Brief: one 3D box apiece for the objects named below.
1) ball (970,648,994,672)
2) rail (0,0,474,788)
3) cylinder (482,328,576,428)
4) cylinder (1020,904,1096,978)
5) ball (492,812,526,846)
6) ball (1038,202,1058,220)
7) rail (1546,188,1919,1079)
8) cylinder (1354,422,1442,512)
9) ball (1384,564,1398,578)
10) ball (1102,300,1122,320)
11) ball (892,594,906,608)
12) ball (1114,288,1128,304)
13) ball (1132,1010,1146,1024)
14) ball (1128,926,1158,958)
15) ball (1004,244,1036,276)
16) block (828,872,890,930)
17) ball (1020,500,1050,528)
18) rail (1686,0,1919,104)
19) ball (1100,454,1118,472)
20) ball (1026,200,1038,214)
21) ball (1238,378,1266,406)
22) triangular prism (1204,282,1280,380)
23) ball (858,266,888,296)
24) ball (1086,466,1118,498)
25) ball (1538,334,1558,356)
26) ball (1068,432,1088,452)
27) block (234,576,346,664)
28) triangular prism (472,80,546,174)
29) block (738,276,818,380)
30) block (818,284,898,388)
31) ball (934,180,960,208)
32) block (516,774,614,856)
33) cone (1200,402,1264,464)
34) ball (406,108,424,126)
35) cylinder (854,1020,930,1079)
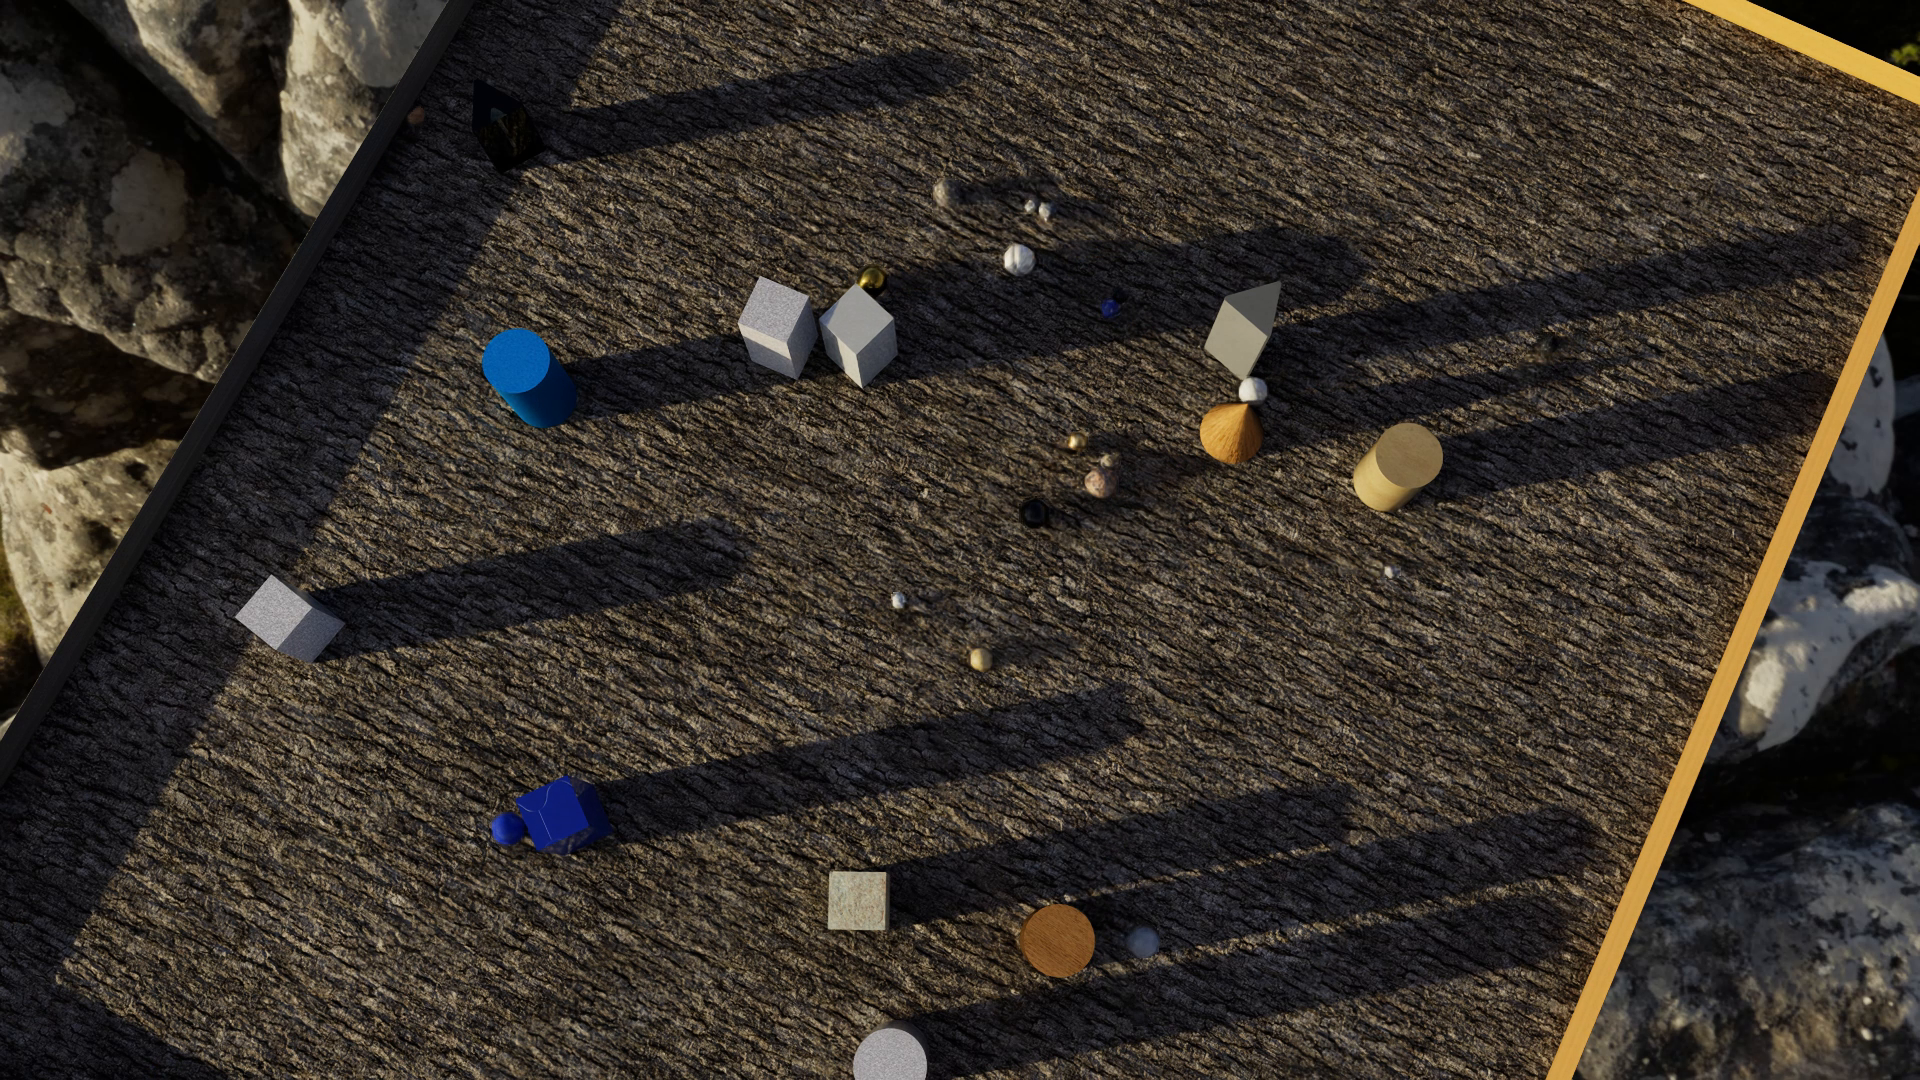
[{"bbox_3d":[0.065,0.359,5.506,0.071,0.071,0.071,0,78,0],"label":"ball"},{"bbox_3d":[-1.985,-0.965,5.750,0.045,0.128,5.375,26,80,5],"label":"rail"},{"bbox_3d":[-1.292,-0.483,5.521,0.197,0.383,0.197,0,78,0],"label":"cylinder"},{"bbox_3d":[0.273,1.135,5.202,0.197,0.352,0.197,0,78,0],"label":"cylinder"},{"bbox_3d":[-1.327,0.850,5.392,0.096,0.096,0.096,0,78,0],"label":"ball"},{"bbox_3d":[0.278,-1.042,5.802,0.058,0.058,0.058,0,78,0],"label":"ball"},{"bbox_3d":[1.985,0.979,5.348,0.045,0.128,5.375,26,80,5],"label":"rail"},{"bbox_3d":[1.311,-0.215,5.502,0.197,0.312,0.197,0,78,0],"label":"cylinder"},{"bbox_3d":[1.313,0.096,5.576,0.042,0.042,0.042,0,78,0],"label":"ball"},{"bbox_3d":[0.474,-0.721,5.735,0.061,0.061,0.061,0,78,0],"label":"ball"},{"bbox_3d":[-0.186,0.186,5.556,0.043,0.043,0.043,0,78,0],"label":"ball"},{"bbox_3d":[0.504,-0.764,5.751,0.047,0.047,0.047,0,78,0],"label":"ball"},{"bbox_3d":[0.518,1.382,5.308,0.043,0.043,0.043,0,78,0],"label":"ball"},{"bbox_3d":[0.531,1.167,5.329,0.090,0.090,0.090,0,78,0],"label":"ball"},{"bbox_3d":[0.187,-0.877,5.748,0.098,0.098,0.098,0,78,0],"label":"ball"},{"bbox_3d":[-0.285,1.033,5.240,0.157,0.319,0.157,1,78,0],"label":"block"},{"bbox_3d":[0.228,-0.080,5.587,0.090,0.090,0.090,0,78,0],"label":"ball"},{"bbox_3d":[1.191,-2.326,6.032,4.485,0.128,0.045,26,80,5],"label":"rail"},{"bbox_3d":[0.461,-0.238,5.638,0.055,0.055,0.055,0,78,0],"label":"ball"},{"bbox_3d":[0.228,-1.058,5.814,0.042,0.042,0.042,0,78,0],"label":"ball"},{"bbox_3d":[0.905,-0.460,5.667,0.088,0.088,0.088,0,78,0],"label":"ball"},{"bbox_3d":[0.878,-0.649,5.519,0.170,0.455,0.148,43,81,8],"label":"triangular prism"},{"bbox_3d":[-0.274,-0.809,5.736,0.094,0.094,0.094,0,78,0],"label":"ball"},{"bbox_3d":[0.432,-0.175,5.603,0.098,0.098,0.098,0,78,0],"label":"ball"},{"bbox_3d":[1.833,-0.608,5.710,0.063,0.063,0.063,0,78,0],"label":"ball"},{"bbox_3d":[0.364,-0.303,5.649,0.060,0.060,0.060,0,78,0],"label":"ball"},{"bbox_3d":[-1.976,0.237,5.418,0.157,0.292,0.157,37,81,7],"label":"block"},{"bbox_3d":[-1.437,-1.308,5.723,0.170,0.322,0.148,-30,80,-6],"label":"triangular prism"},{"bbox_3d":[-0.548,-0.638,5.558,0.157,0.374,0.157,23,79,5],"label":"block"},{"bbox_3d":[-0.306,-0.616,5.565,0.157,0.350,0.157,44,82,8],"label":"block"},{"bbox_3d":[-0.041,-1.095,5.799,0.087,0.087,0.087,0,78,0],"label":"ball"},{"bbox_3d":[-1.132,0.794,5.264,0.157,0.368,0.157,-25,79,-5],"label":"block"},{"bbox_3d":[0.843,-0.366,5.524,0.197,0.330,0.197,0,78,0],"label":"cone"},{"bbox_3d":[-1.746,-1.354,5.869,0.055,0.055,0.055,0,78,0],"label":"ball"},{"bbox_3d":[-0.186,1.446,5.095,0.197,0.436,0.197,0,78,0],"label":"cylinder"}]
